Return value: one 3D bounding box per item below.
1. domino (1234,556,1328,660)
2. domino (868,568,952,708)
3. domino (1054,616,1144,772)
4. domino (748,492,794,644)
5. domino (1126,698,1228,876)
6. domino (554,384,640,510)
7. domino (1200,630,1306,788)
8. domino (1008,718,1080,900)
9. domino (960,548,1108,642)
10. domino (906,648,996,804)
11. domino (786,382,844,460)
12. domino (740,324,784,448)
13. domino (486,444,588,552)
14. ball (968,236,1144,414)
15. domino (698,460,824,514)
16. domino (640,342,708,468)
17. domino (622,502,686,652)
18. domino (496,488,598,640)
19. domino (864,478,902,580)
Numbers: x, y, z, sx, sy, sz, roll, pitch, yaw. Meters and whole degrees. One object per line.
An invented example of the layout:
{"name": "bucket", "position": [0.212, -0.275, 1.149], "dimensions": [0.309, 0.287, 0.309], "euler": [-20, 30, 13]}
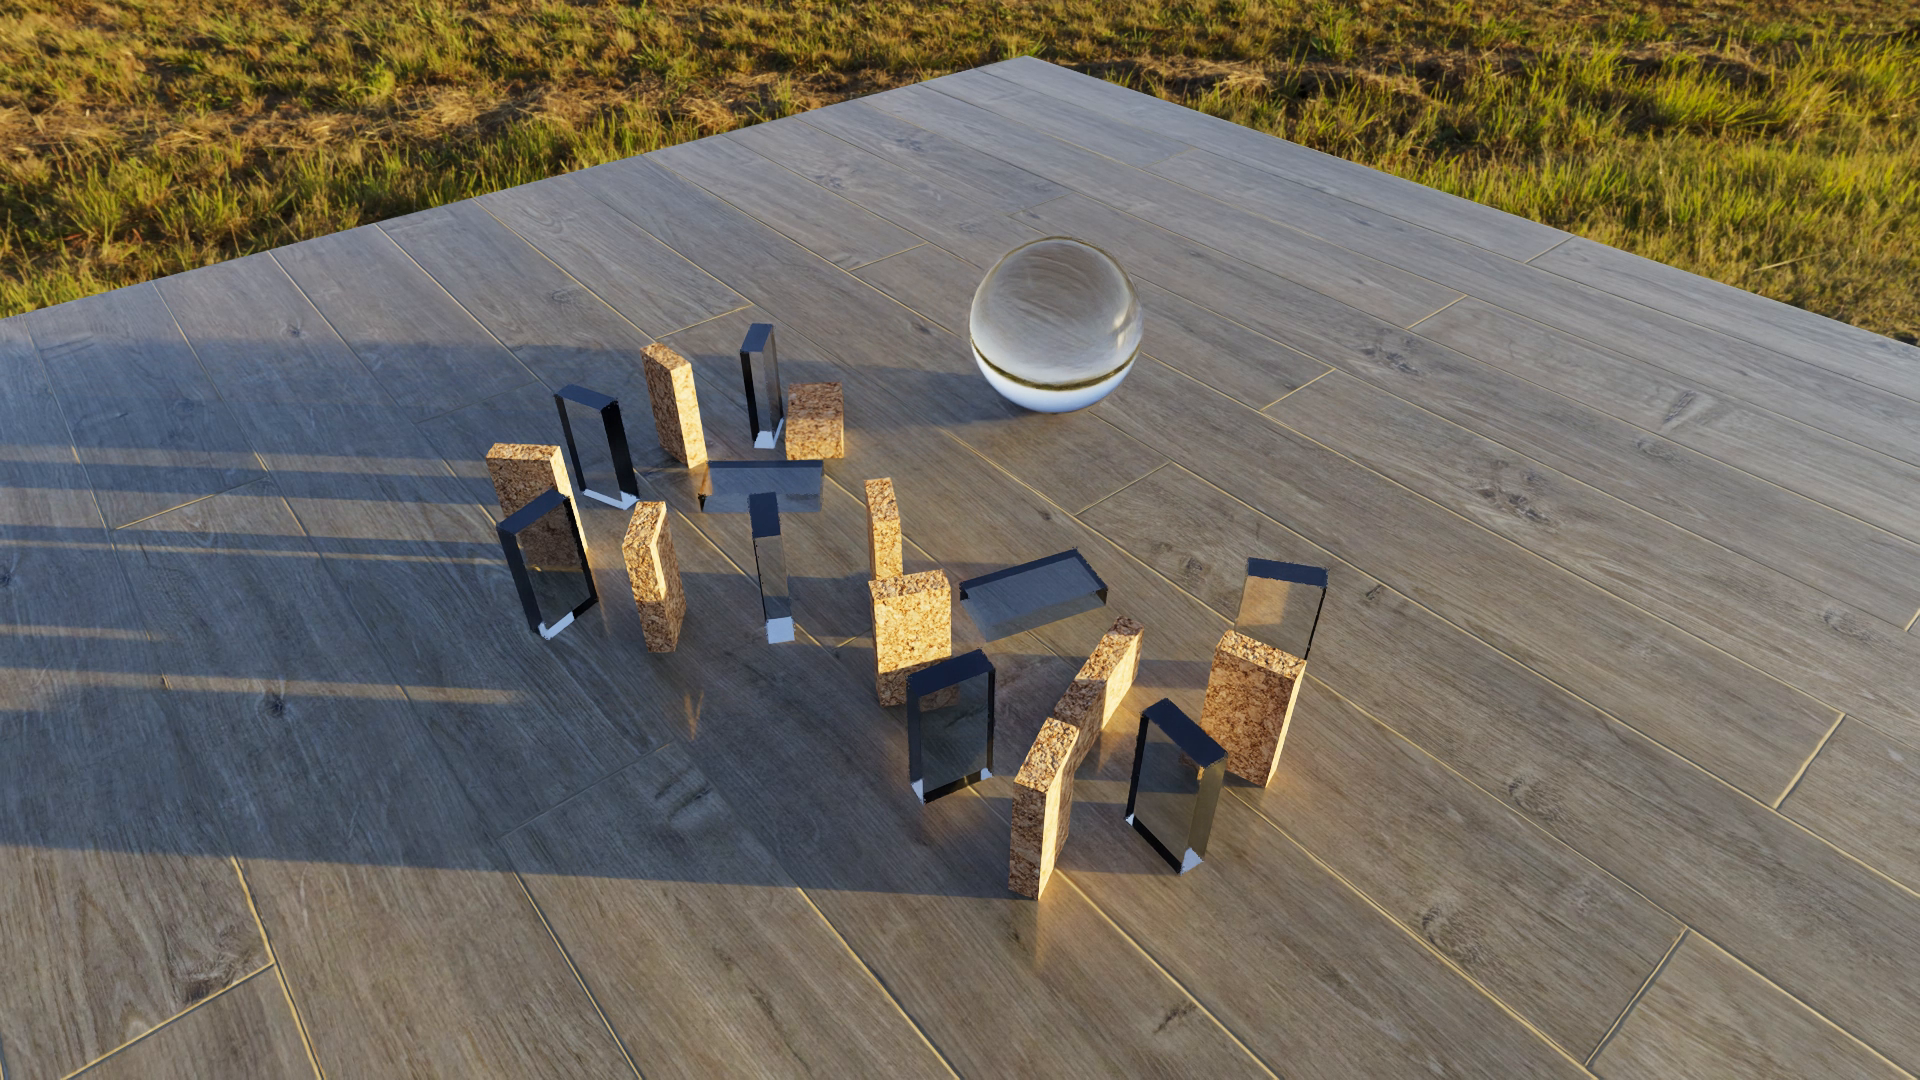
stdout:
{"name": "domino", "position": [0.107, 0.030, 0.375], "dimensions": [0.025, 0.050, 0.009], "euler": [9, 40, 11]}
{"name": "domino", "position": [-0.016, 0.034, 0.370], "dimensions": [0.025, 0.050, 0.009], "euler": [-9, 40, -11]}
{"name": "domino", "position": [0.046, 0.051, 0.369], "dimensions": [0.009, 0.025, 0.050], "euler": [21, 44, 23]}
{"name": "domino", "position": [-0.068, 0.010, 0.399], "dimensions": [0.009, 0.050, 0.025], "euler": [-7, 40, -9]}
{"name": "domino", "position": [0.063, 0.073, 0.323], "dimensions": [0.009, 0.050, 0.025], "euler": [-23, 45, -26]}
{"name": "domino", "position": [-0.151, -0.038, 0.458], "dimensions": [0.025, 0.050, 0.009], "euler": [19, 43, 22]}
{"name": "domino", "position": [0.090, 0.054, 0.346], "dimensions": [0.025, 0.050, 0.009], "euler": [23, 44, 25]}
{"name": "domino", "position": [0.024, 0.078, 0.316], "dimensions": [0.009, 0.050, 0.025], "euler": [16, 42, 19]}
{"name": "domino", "position": [0.028, 0.021, 0.418], "dimensions": [0.050, 0.010, 0.025], "euler": [-16, 42, -18]}
{"name": "domino", "position": [-0.003, 0.058, 0.340], "dimensions": [0.025, 0.050, 0.010], "euler": [-18, 43, -21]}
{"name": "domino", "position": [-0.067, -0.056, 0.512], "dimensions": [0.025, 0.010, 0.050], "euler": [-3, 39, -4]}
{"name": "domino", "position": [-0.089, -0.069, 0.496], "dimensions": [0.010, 0.050, 0.025], "euler": [2, 39, 3]}
{"name": "domino", "position": [-0.164, -0.014, 0.428], "dimensions": [0.025, 0.050, 0.009], "euler": [3, 39, 3]}
{"name": "ball", "position": [0.044, -0.099, 0.508], "dimensions": [0.080, 0.080, 0.080], "euler": [0, 39, 0]}
{"name": "domino", "position": [-0.084, -0.023, 0.472], "dimensions": [0.050, 0.010, 0.025], "euler": [0, 39, -1]}
{"name": "domino", "position": [-0.126, -0.059, 0.483], "dimensions": [0.009, 0.050, 0.025], "euler": [-30, 48, -32]}
{"name": "domino", "position": [-0.109, 0.014, 0.395], "dimensions": [0.010, 0.050, 0.025], "euler": [0, 39, -1]}
{"name": "domino", "position": [-0.149, 0.009, 0.400], "dimensions": [0.010, 0.050, 0.025], "euler": [21, 44, 23]}
{"name": "domino", "position": [-0.028, 0.005, 0.405], "dimensions": [0.009, 0.050, 0.025], "euler": [-7, 40, -8]}
